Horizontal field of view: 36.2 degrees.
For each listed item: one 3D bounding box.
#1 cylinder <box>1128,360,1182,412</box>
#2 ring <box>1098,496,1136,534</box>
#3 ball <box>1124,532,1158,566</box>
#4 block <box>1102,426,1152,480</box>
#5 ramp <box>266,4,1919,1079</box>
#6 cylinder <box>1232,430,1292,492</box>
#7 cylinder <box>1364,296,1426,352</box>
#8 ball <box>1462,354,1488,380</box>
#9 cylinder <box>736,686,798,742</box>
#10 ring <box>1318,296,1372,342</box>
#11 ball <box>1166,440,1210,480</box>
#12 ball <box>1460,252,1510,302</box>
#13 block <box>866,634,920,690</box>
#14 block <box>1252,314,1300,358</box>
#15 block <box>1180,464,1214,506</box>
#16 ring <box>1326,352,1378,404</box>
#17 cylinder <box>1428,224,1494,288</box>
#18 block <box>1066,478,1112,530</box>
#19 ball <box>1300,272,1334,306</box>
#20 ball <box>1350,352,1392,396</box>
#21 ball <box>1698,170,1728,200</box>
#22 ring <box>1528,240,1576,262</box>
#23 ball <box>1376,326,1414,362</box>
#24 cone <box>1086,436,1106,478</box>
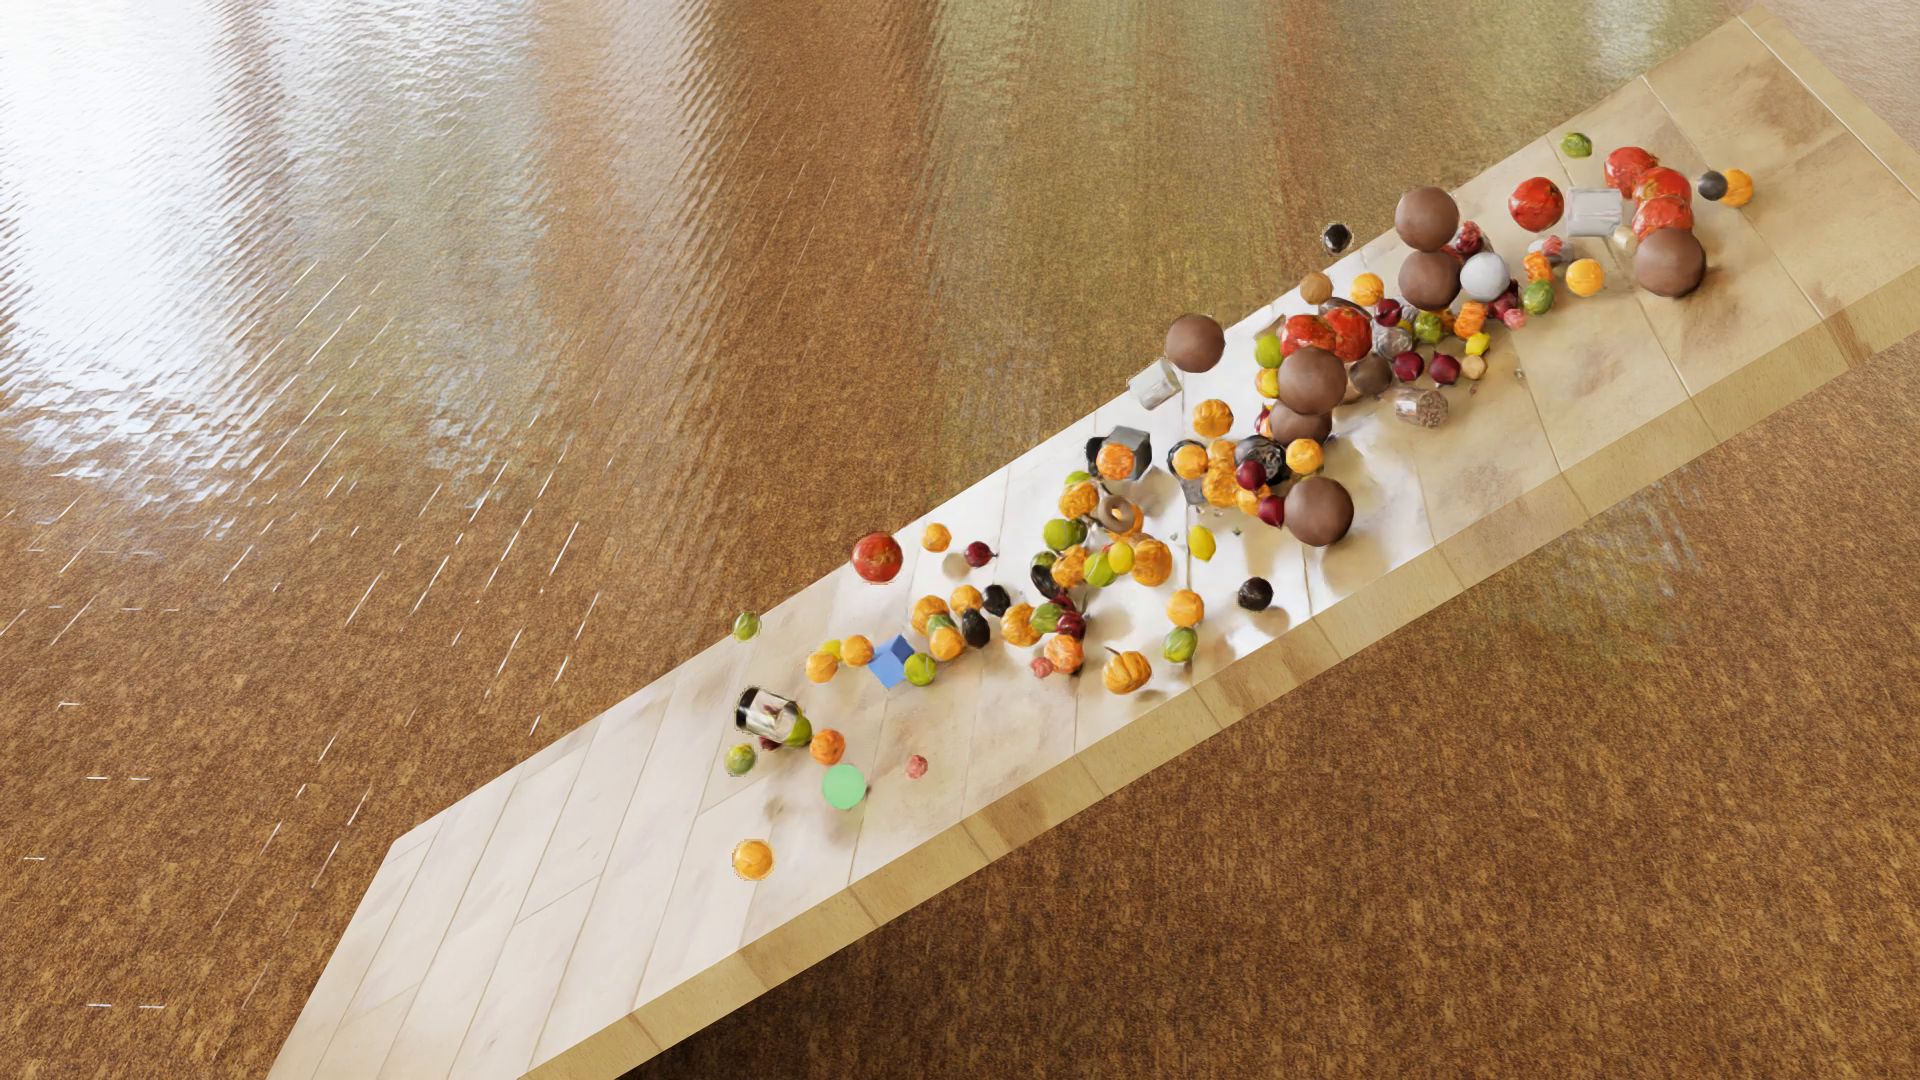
[{"bbox_3d":[0.442,-0.350,6.661,0.086,0.086,0.086,-35,12,19],"label":"cylinder"},{"bbox_3d":[0.315,-0.052,5.916,0.084,0.084,0.028,-16,-14,-36],"label":"ring"},{"bbox_3d":[0.367,0.020,5.944,0.069,0.069,0.069,0,21,0],"label":"ball"},{"bbox_3d":[0.369,-0.192,6.490,0.079,0.079,0.079,13,41,26],"label":"block"},{"bbox_3d":[0.138,0.172,6.299,4.000,0.100,2.000,-31,16,14],"label":"ramp"},{"bbox_3d":[0.608,-0.159,5.926,0.092,0.092,0.092,-7,35,-19],"label":"cylinder"},{"bbox_3d":[0.911,-0.445,6.142,0.094,0.094,0.094,16,48,37],"label":"cylinder"},{"bbox_3d":[0.998,-0.336,5.707,0.050,0.050,0.050,0,21,0],"label":"ball"},{"bbox_3d":[-0.402,0.363,6.122,0.094,0.094,0.094,19,26,22],"label":"cylinder"},{"bbox_3d":[0.833,-0.474,6.317,0.141,0.047,0.141,28,-10,6],"label":"ring"},{"bbox_3d":[0.483,-0.167,6.220,0.091,0.091,0.091,0,21,0],"label":"ball"},{"bbox_3d":[1.048,-0.526,5.867,0.099,0.099,0.099,0,21,0],"label":"ball"},{"bbox_3d":[-0.142,0.260,6.293,0.071,0.071,0.071,-33,14,28],"label":"block"},{"bbox_3d":[0.714,-0.461,6.648,0.064,0.064,0.064,-43,7,-26],"label":"block"},{"bbox_3d":[0.489,-0.114,6.073,0.057,0.057,0.057,-16,25,11],"label":"block"},{"bbox_3d":[0.821,-0.336,6.088,0.144,0.048,0.144,-32,17,11],"label":"ring"},{"bbox_3d":[1.067,-0.603,6.263,0.099,0.099,0.099,20,48,42],"label":"cylinder"},{"bbox_3d":[0.290,-0.078,6.388,0.077,0.077,0.077,-37,15,-6],"label":"block"},{"bbox_3d":[0.750,-0.529,6.193,0.072,0.072,0.072,0,21,0],"label":"ball"},{"bbox_3d":[0.836,-0.337,5.979,0.087,0.087,0.087,0,21,0],"label":"ball"},{"bbox_3d":[1.431,-0.674,5.593,0.056,0.056,0.056,0,21,0],"label":"ball"},{"bbox_3d":[1.202,-0.586,5.967,0.096,0.032,0.096,6,-9,1],"label":"ring"},{"bbox_3d":[0.886,-0.399,5.991,0.075,0.075,0.075,0,21,0],"label":"ball"},{"bbox_3d":[0.312,-0.168,6.676,0.098,0.098,0.098,12,52,-15],"label":"cone"}]
